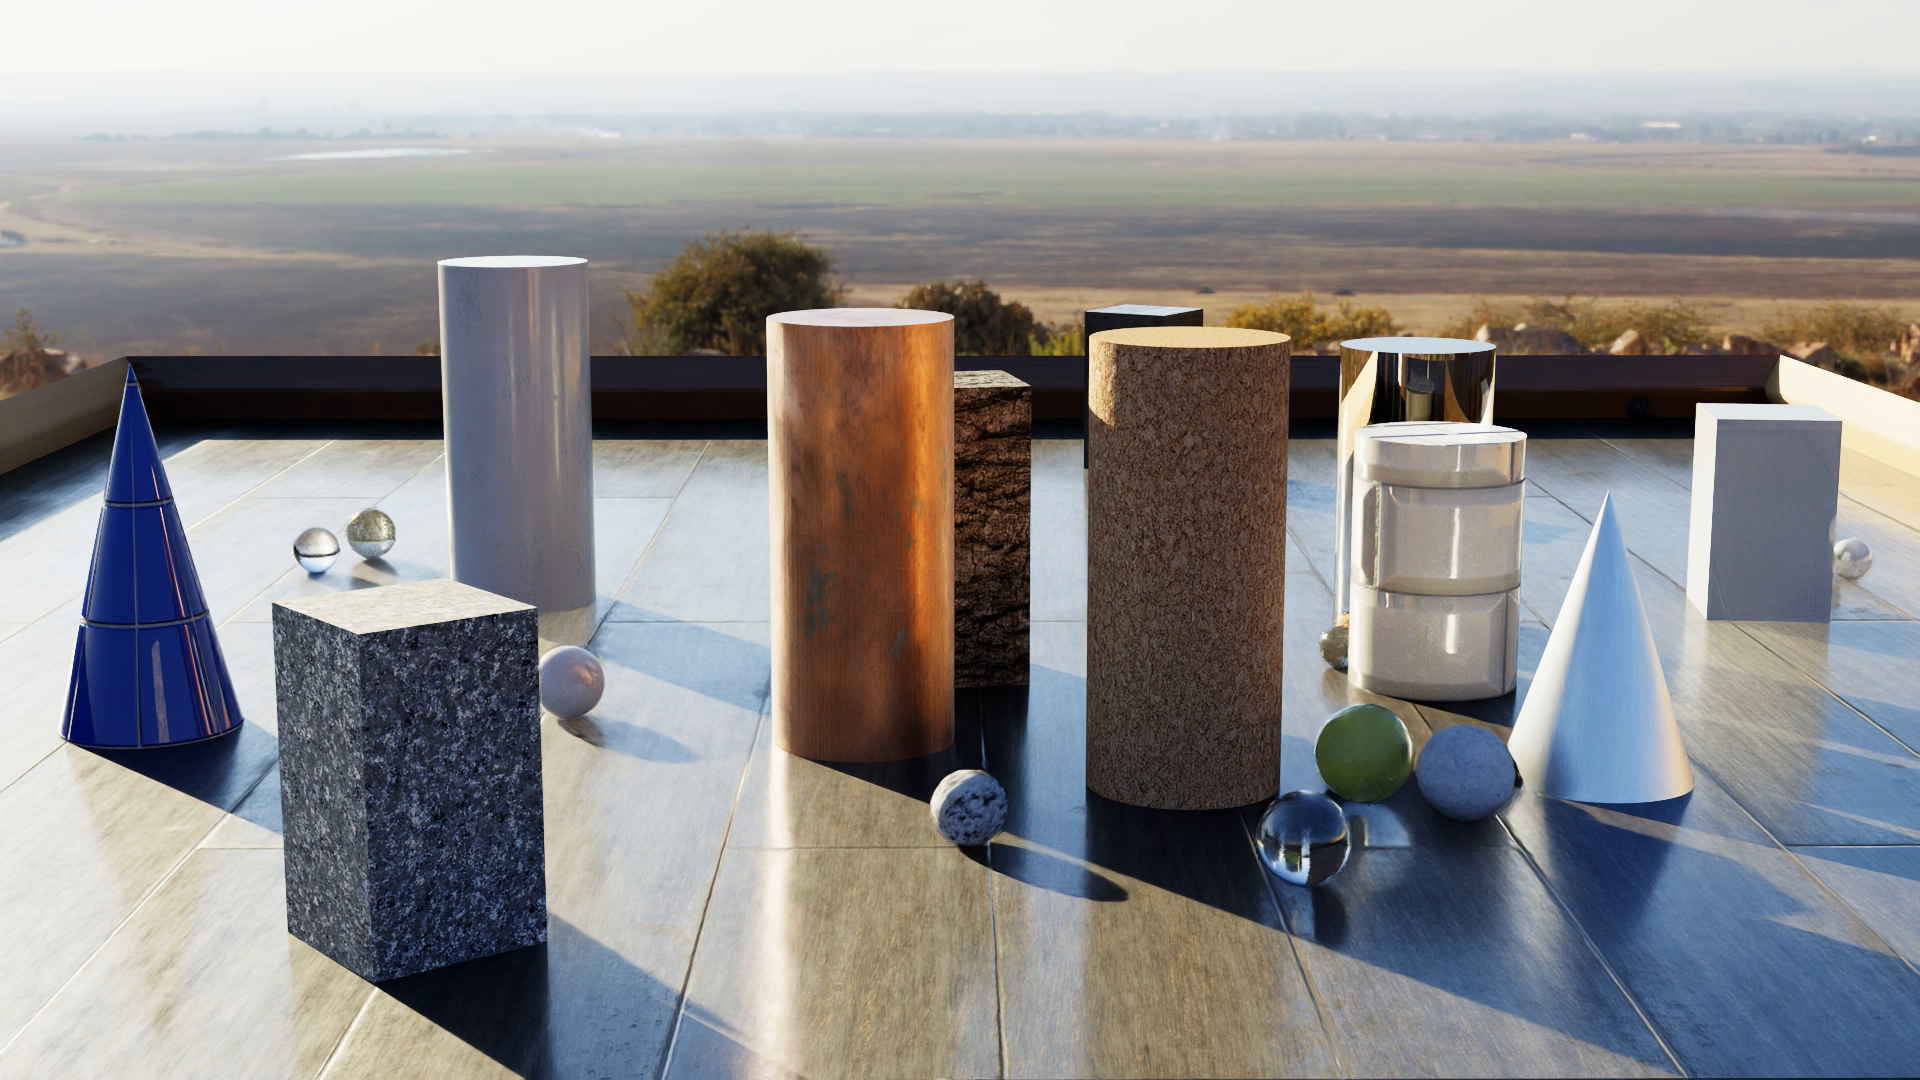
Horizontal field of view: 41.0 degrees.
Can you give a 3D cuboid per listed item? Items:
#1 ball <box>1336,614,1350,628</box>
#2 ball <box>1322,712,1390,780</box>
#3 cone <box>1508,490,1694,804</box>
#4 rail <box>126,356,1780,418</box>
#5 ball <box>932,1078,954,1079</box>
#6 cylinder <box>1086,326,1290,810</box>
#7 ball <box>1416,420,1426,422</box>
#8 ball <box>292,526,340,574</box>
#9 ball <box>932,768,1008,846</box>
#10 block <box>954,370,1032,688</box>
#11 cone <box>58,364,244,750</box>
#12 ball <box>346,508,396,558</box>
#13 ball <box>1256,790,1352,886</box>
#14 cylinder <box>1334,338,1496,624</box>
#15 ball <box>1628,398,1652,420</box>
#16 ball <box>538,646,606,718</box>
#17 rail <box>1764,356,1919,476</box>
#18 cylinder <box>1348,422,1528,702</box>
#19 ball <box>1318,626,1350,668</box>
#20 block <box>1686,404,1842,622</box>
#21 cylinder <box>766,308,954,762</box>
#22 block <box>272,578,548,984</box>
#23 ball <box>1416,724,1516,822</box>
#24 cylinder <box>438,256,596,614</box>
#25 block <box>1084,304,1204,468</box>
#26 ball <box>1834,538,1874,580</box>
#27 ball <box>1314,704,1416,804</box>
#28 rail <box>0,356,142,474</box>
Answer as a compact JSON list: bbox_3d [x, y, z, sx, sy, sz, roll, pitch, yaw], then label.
[{"bbox_3d":[0.498,0.114,3.259,0.041,0.041,0.041,0,10,0],"label":"ball"},{"bbox_3d":[0.409,0.213,2.649,0.070,0.070,0.070,0,10,0],"label":"ball"},{"bbox_3d":[0.660,0.097,2.638,0.200,0.302,0.200,0,10,0],"label":"cone"},{"bbox_3d":[-0.011,-0.316,5.337,3.454,0.130,0.045,0,10,0],"label":"rail"},{"bbox_3d":[-0.011,0.389,1.629,0.093,0.093,0.093,0,10,0],"label":"ball"},{"bbox_3d":[0.229,0.023,2.600,0.200,0.460,0.200,0,10,0],"label":"cylinder"},{"bbox_3d":[0.848,-0.178,4.722,0.084,0.084,0.084,0,10,0],"label":"ball"},{"bbox_3d":[-0.936,0.014,3.728,0.067,0.067,0.067,0,10,0],"label":"ball"},{"bbox_3d":[0.009,0.253,2.427,0.072,0.072,0.072,0,10,0],"label":"ball"},{"bbox_3d":[-0.011,-0.015,3.090,0.160,0.358,0.160,-2,11,-11],"label":"block"},{"bbox_3d":[-0.904,0.006,2.831,0.200,0.409,0.200,0,10,0],"label":"cone"},{"bbox_3d":[-0.882,-0.010,3.840,0.074,0.074,0.074,0,10,0],"label":"ball"},{"bbox_3d":[0.310,0.268,2.307,0.086,0.086,0.086,0,10,0],"label":"ball"},{"bbox_3d":[0.595,-0.072,3.368,0.200,0.369,0.200,0,10,0],"label":"cylinder"},{"bbox_3d":[1.412,-0.271,5.329,0.047,0.047,0.047,0,10,0],"label":"ball"},{"bbox_3d":[-0.442,0.160,2.899,0.082,0.082,0.082,0,10,0],"label":"ball"},{"bbox_3d":[1.703,0.032,3.458,0.045,0.130,3.888,0,10,0],"label":"rail"},{"bbox_3d":[0.566,0.022,3.049,0.200,0.300,0.200,0,10,0],"label":"cylinder"},{"bbox_3d":[0.466,0.131,3.145,0.050,0.050,0.050,0,10,0],"label":"ball"},{"bbox_3d":[1.083,-0.039,3.463,0.160,0.270,0.160,1,11,6],"label":"block"},{"bbox_3d":[-0.106,-0.010,2.773,0.200,0.463,0.200,0,10,0],"label":"cylinder"},{"bbox_3d":[-0.460,0.195,2.147,0.160,0.288,0.160,-8,13,-38],"label":"block"},{"bbox_3d":[0.493,0.227,2.504,0.095,0.095,0.095,0,10,0],"label":"ball"},{"bbox_3d":[-0.603,-0.146,3.502,0.200,0.466,0.200,0,10,0],"label":"cylinder"},{"bbox_3d":[0.336,-0.278,4.701,0.160,0.288,0.160,6,12,31],"label":"block"},{"bbox_3d":[1.278,0.028,3.681,0.059,0.059,0.059,0,10,0],"label":"ball"},{"bbox_3d":[0.404,0.213,2.564,0.100,0.100,0.100,0,10,0],"label":"ball"},{"bbox_3d":[-1.703,0.035,3.439,0.045,0.130,3.888,0,10,0],"label":"rail"}]
